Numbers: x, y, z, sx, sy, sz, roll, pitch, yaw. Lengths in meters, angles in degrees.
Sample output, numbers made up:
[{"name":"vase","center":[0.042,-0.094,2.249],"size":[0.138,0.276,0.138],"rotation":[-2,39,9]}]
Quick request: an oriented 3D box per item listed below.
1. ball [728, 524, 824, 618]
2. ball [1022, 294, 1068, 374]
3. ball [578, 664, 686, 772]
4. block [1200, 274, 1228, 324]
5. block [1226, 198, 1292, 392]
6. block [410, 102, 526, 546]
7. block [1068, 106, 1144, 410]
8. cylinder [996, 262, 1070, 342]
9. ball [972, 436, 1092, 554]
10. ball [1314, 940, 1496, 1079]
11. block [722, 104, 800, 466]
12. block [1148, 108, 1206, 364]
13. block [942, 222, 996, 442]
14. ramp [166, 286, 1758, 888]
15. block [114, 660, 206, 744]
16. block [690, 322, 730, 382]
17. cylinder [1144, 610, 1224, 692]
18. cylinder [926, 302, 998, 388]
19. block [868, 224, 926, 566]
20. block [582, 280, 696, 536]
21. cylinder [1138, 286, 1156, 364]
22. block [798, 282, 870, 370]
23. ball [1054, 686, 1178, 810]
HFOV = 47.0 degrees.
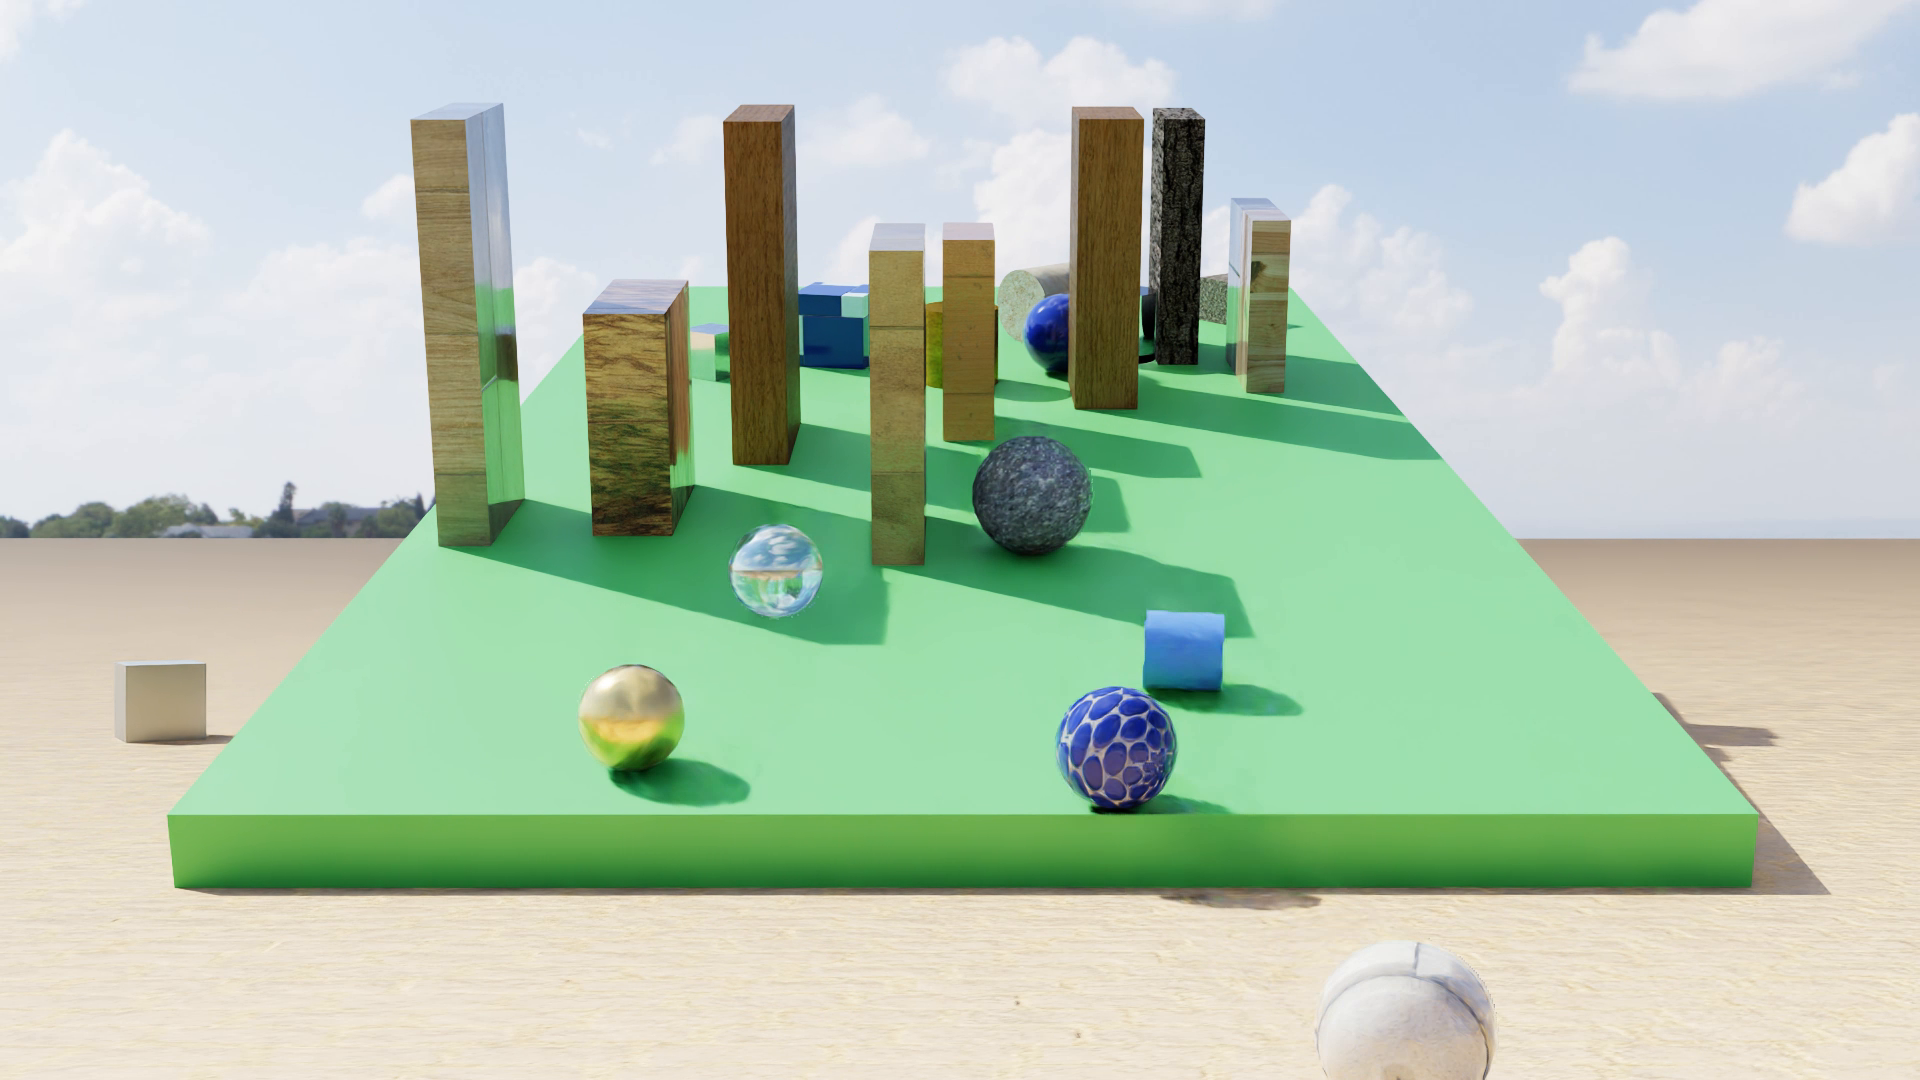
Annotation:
[{"name":"ball","center":[-0.294,0.049,3.527],"size":[0.151,0.151,0.151],"rotation":[0,0,0]},{"name":"ball","center":[0.249,-0.502,5.373],"size":[0.193,0.193,0.193],"rotation":[0,0,0]},{"name":"ball","center":[-0.432,0.234,2.904],"size":[0.141,0.141,0.141],"rotation":[0,0,0]},{"name":"block","center":[0.741,-0.662,6.065],"size":[0.118,0.118,0.118],"rotation":[-13,20,-38]},{"name":"block","center":[0.715,-0.595,5.315],"size":[0.089,0.404,0.409],"rotation":[0,16,0]},{"name":"block","center":[-0.882,-0.395,3.986],"size":[0.093,0.750,0.332],"rotation":[0,16,0]},{"name":"block","center":[0.331,-0.652,5.066],"size":[0.142,0.649,0.316],"rotation":[0,16,0]},{"name":"cylinder","center":[0.232,-0.626,5.809],"size":[0.190,0.190,0.190],"rotation":[-14,9,-40]},{"name":"ball","center":[0.126,-0.078,3.867],"size":[0.209,0.209,0.209],"rotation":[0,0,0]},{"name":"ball","center":[0.340,0.376,1.691],"size":[0.138,0.138,0.138],"rotation":[0,0,0]},{"name":"block","center":[-0.407,-0.539,4.593],"size":[0.114,0.692,0.387],"rotation":[0,16,0]},{"name":"block","center":[0.542,-0.769,5.560],"size":[0.099,0.603,0.316],"rotation":[0,16,0]},{"name":"block","center":[0.018,-0.453,4.771],"size":[0.109,0.430,0.263],"rotation":[0,16,0]},{"name":"ramp","center":[-0.002,-0.160,4.709],"size":[2.000,0.100,4.000],"rotation":[0,16,0]},{"name":"block","center":[-1.748,0.351,4.823],"size":[0.165,0.165,0.165],"rotation":[0,0,-29]},{"name":"block","center":[-0.598,-0.456,5.352],"size":[0.114,0.114,0.114],"rotation":[11,20,34]},{"name":"cylinder","center":[0.324,0.161,3.202],"size":[0.112,0.112,0.112],"rotation":[2,0,6]},{"name":"cylinder","center":[0.001,-0.466,5.265],"size":[0.182,0.182,0.182],"rotation":[0,16,0]},{"name":"block","center":[-0.107,-0.264,3.902],"size":[0.091,0.546,0.327],"rotation":[0,16,0]},{"name":"block","center":[-0.593,-0.254,4.119],"size":[0.144,0.406,0.373],"rotation":[0,16,0]},{"name":"cylinder","center":[0.406,-0.542,5.549],"size":[0.172,0.172,0.172],"rotation":[0,16,0]},{"name":"block","center":[-0.302,-0.536,5.510],"size":[0.181,0.181,0.181],"rotation":[4,17,14]},{"name":"ball","center":[0.197,0.261,2.782],"size":[0.155,0.155,0.155],"rotation":[0,0,0]}]
